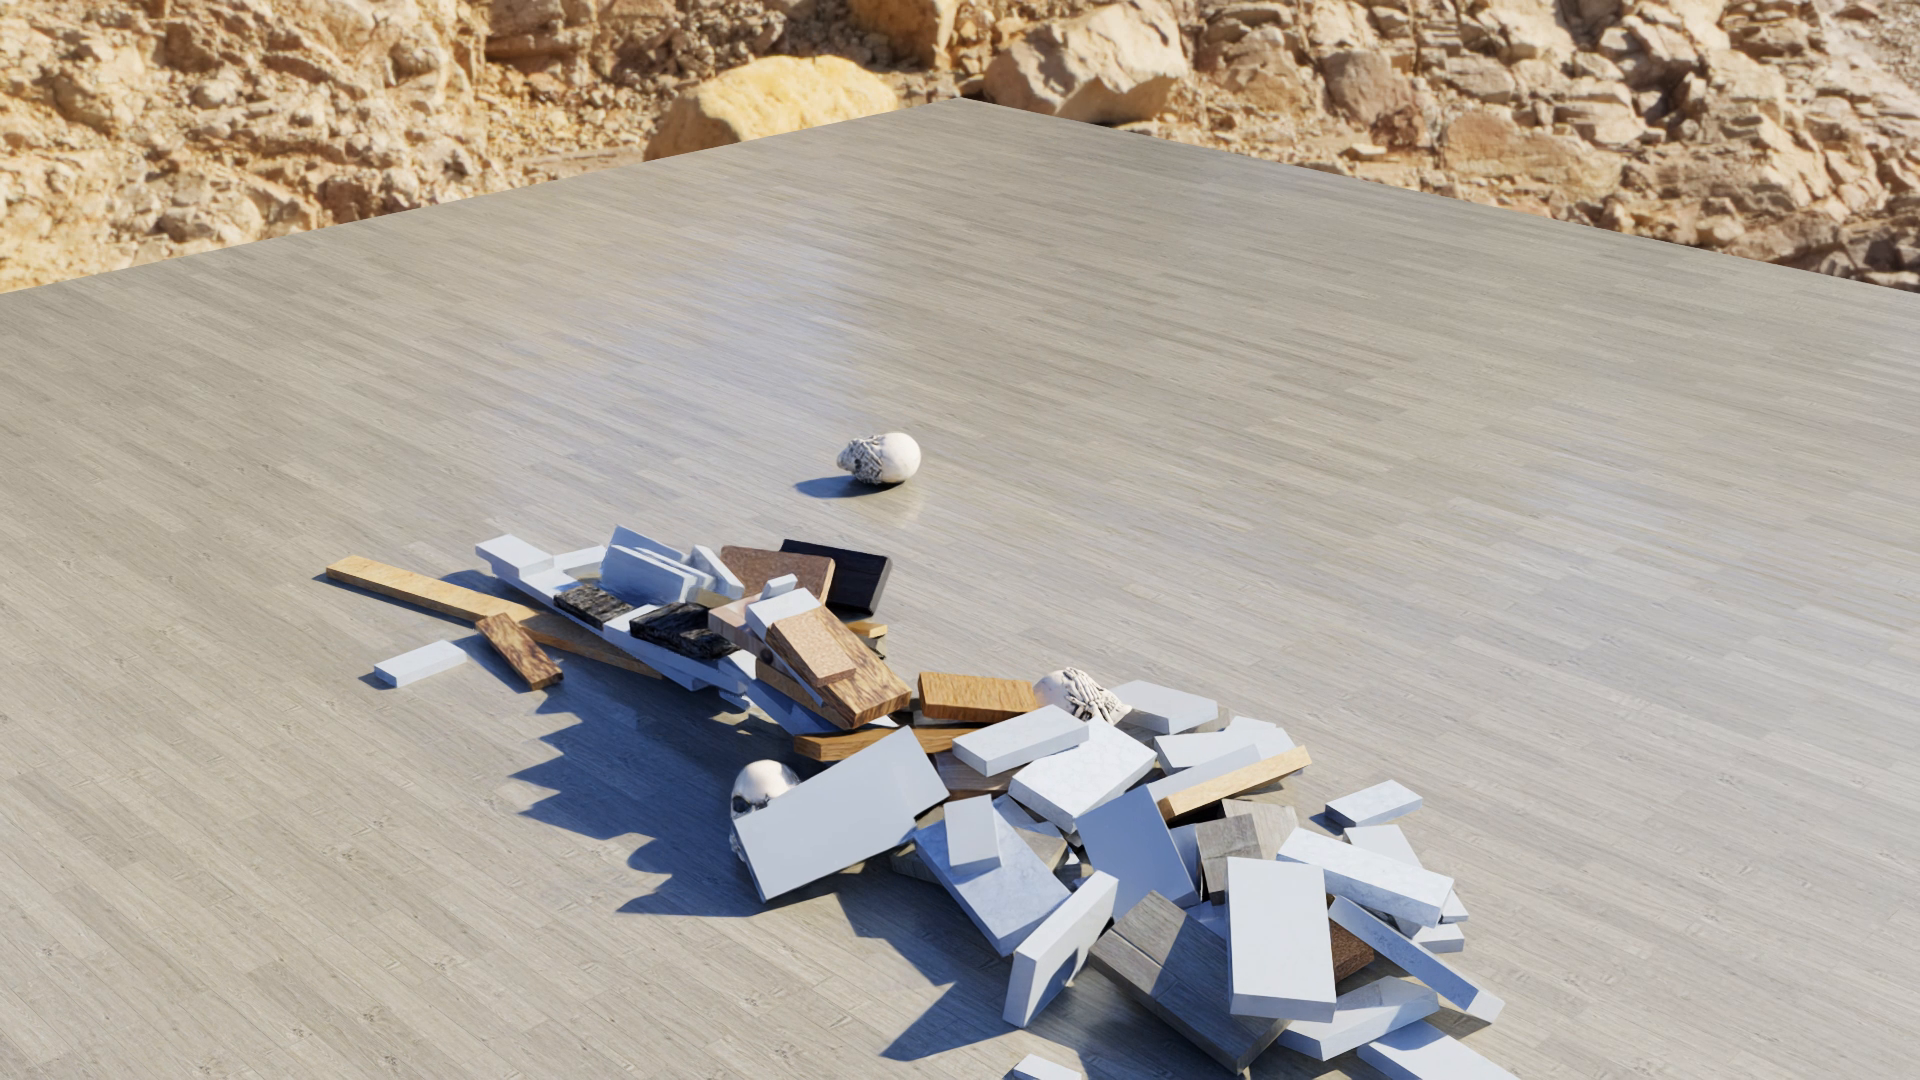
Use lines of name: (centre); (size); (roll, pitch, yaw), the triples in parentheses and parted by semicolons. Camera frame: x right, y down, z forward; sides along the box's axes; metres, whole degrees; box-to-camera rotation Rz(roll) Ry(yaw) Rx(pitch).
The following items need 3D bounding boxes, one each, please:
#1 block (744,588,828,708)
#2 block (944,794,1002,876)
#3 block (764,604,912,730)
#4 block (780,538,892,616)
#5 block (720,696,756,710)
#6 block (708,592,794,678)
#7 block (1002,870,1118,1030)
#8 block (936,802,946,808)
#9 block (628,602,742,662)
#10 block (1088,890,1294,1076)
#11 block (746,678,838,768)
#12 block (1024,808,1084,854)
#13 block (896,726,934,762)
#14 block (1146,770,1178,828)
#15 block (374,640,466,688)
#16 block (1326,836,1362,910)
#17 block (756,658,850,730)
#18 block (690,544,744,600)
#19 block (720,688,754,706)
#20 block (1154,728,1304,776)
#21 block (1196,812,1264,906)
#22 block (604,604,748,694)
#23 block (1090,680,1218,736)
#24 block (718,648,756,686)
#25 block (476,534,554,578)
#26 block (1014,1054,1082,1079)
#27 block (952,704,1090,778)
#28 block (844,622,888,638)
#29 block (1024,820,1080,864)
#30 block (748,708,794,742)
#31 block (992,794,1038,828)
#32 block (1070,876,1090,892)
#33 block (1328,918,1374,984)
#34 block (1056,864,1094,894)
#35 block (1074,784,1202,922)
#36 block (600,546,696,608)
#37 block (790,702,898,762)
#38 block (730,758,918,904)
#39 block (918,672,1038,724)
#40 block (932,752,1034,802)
block: (-0.308, 0.222, 4.597); (0.148, 0.042, 0.296); (-17, 47, -35)
block: (0.023, 0.554, 4.135); (0.092, 0.026, 0.184); (-12, 32, 2)
block: (-0.250, 0.257, 4.501); (0.148, 0.042, 0.296); (-20, 49, -38)
block: (-0.322, 0.090, 5.392); (0.284, 0.040, 0.142); (10, 65, 22)
block: (-0.489, 0.353, 4.913); (0.046, 0.013, 0.092); (-20, 30, -39)
block: (-0.394, 0.202, 4.733); (0.148, 0.042, 0.296); (-19, 32, -38)
block: (0.179, 0.718, 3.870); (0.043, 0.150, 0.301); (22, 30, 24)
block: (0.019, 0.525, 4.404); (0.227, 0.032, 0.113); (34, 38, 28)
block: (-0.598, 0.204, 4.947); (0.283, 0.040, 0.141); (13, 25, 42)
block: (0.401, 0.754, 3.770); (0.169, 0.048, 0.338); (-37, 50, -26)
block: (-0.294, 0.377, 4.673); (0.302, 0.043, 0.151); (38, 39, 25)
block: (0.198, 0.566, 4.359); (0.139, 0.020, 0.069); (32, 36, 28)
block: (-0.080, 0.476, 4.495); (0.227, 0.032, 0.113); (36, 39, 23)
block: (0.435, 0.518, 4.500); (0.107, 0.030, 0.213); (16, 28, 33)
block: (-1.241, 0.284, 5.058); (0.093, 0.026, 0.186); (21, 31, 40)
block: (0.747, 0.657, 4.160); (0.145, 0.041, 0.290); (-10, 25, -22)
block: (-0.279, 0.301, 4.627); (0.151, 0.043, 0.302); (-19, 32, -38)
block: (-0.601, 0.122, 5.297); (0.038, 0.133, 0.265); (13, 15, -31)
block: (-0.487, 0.344, 4.899); (0.092, 0.013, 0.046); (16, 28, 34)
block: (0.558, 0.449, 4.577); (0.281, 0.040, 0.140); (-3, 22, -11)
block: (0.499, 0.584, 4.034); (0.108, 0.031, 0.216); (-12, 27, 5)
block: (-0.609, 0.244, 4.993); (0.438, 0.040, 0.141); (18, 29, 36)
block: (0.418, 0.360, 4.754); (0.134, 0.038, 0.267); (-16, 16, -32)
block: (-0.440, 0.292, 4.810); (0.166, 0.024, 0.083); (27, 34, 33)
block: (-1.111, 0.040, 5.488); (0.101, 0.029, 0.202); (-20, 30, -39)
block: (0.145, 0.888, 3.650); (0.101, 0.014, 0.050); (15, 27, 31)
block: (0.123, 0.404, 4.443); (0.250, 0.035, 0.125); (-16, 25, -30)
block: (-0.228, 0.212, 5.170); (0.076, 0.022, 0.152); (6, 4, 13)
block: (0.178, 0.605, 4.264); (0.069, 0.020, 0.139); (-11, 41, -24)
block: (-0.373, 0.399, 4.790); (0.166, 0.024, 0.083); (19, 29, 37)
block: (0.113, 0.564, 4.335); (0.139, 0.020, 0.069); (42, 41, 23)
block: (0.295, 0.657, 4.132); (0.157, 0.022, 0.078); (-11, 46, -27)
block: (0.588, 0.754, 3.869); (0.253, 0.036, 0.126); (-25, 31, -22)
block: (0.213, 0.651, 4.170); (0.157, 0.022, 0.078); (-2, 39, -5)
block: (0.327, 0.597, 4.087); (0.155, 0.044, 0.310); (-27, 34, 3)
block: (-0.756, 0.119, 5.293); (0.283, 0.141, 0.040); (20, 9, 39)
block: (-0.195, 0.421, 4.583); (0.302, 0.043, 0.151); (38, 40, 26)
block: (-0.255, 0.553, 4.192); (0.323, 0.162, 0.046); (-20, -13, -19)
block: (0.037, 0.330, 4.570); (0.238, 0.034, 0.119); (6, 29, -11)
block: (0.063, 0.477, 4.430); (0.227, 0.032, 0.113); (3, 35, -16)
